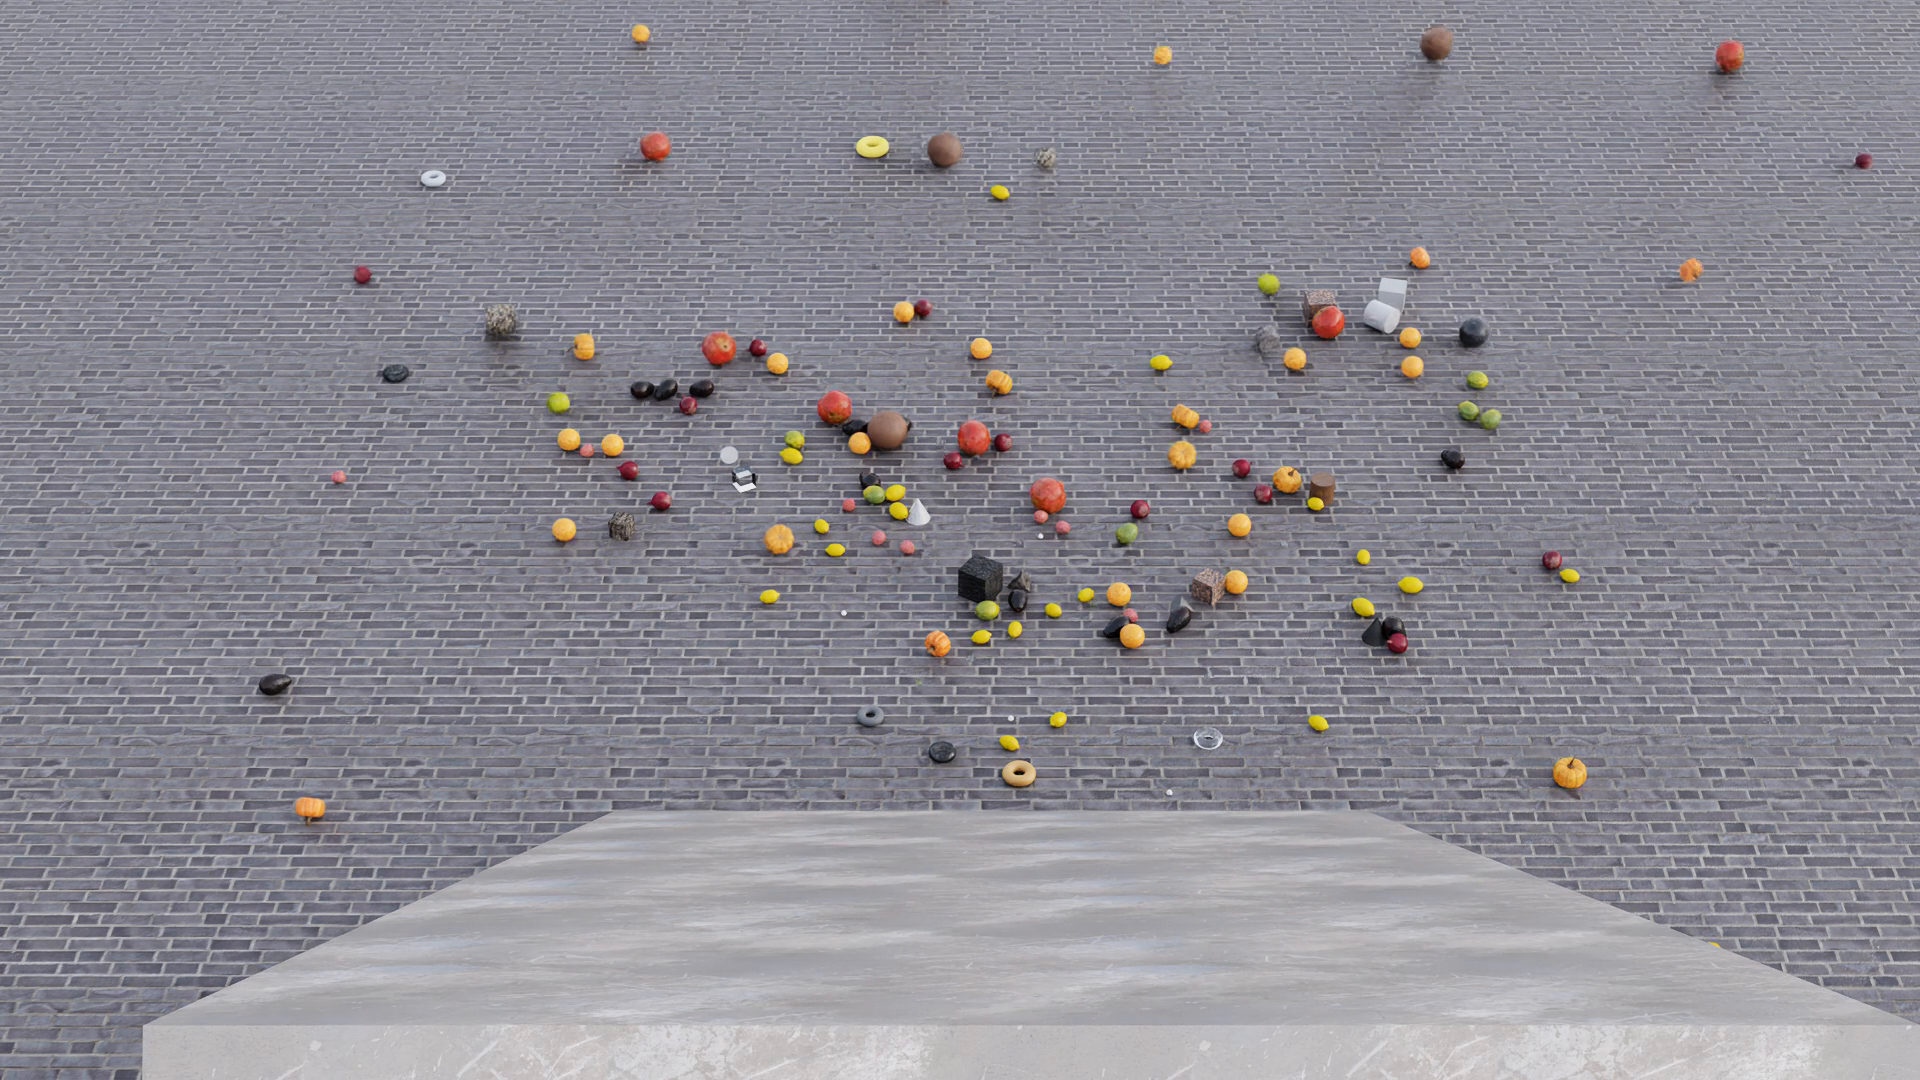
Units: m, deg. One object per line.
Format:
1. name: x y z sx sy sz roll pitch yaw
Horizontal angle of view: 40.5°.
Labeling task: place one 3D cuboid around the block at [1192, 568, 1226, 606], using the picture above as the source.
1. block: 0.742 0.138 7.768 0.071 0.071 0.071 25 43 29

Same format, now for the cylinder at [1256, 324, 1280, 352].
1. cylinder: 1.049 -0.685 8.867 0.070 0.070 0.070 -7 48 -9

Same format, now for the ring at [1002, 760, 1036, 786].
1. ring: 0.162 0.640 7.133 0.094 0.031 0.094 -1 36 1

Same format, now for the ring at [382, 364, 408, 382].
1. ring: -1.895 -0.560 8.734 0.089 0.030 0.089 1 37 -1

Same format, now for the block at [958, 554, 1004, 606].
1. block: 0.062 0.119 7.773 0.097 0.097 0.097 22 42 26

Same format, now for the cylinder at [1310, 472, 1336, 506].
1. cylinder: 1.136 -0.159 8.161 0.076 0.076 0.076 0 37 0

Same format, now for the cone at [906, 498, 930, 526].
1. cone: -0.131 -0.101 8.081 0.078 0.078 0.078 0 37 0

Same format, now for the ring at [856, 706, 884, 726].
1. ring: -0.252 0.496 7.329 0.078 0.026 0.078 -1 38 0

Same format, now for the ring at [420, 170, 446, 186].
1. ring: -1.984 -1.362 9.801 0.094 0.031 0.094 1 37 -1

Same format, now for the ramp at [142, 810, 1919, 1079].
1. ramp: 0.081 0.683 4.921 2.000 0.100 4.000 0 -3 0

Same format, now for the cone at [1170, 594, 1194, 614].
1. cone: 0.669 0.202 7.717 0.067 0.067 0.067 21 33 -18

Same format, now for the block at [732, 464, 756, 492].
1. block: -0.684 -0.195 8.225 0.056 0.056 0.056 -19 41 -23

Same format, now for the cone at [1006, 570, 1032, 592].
1. cone: 0.169 0.132 7.810 0.069 0.069 0.069 -19 32 20

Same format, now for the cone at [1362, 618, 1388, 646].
1. cone: 1.217 0.255 7.605 0.079 0.079 0.079 0 37 0

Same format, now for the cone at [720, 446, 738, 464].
1. cone: -0.741 -0.277 8.359 0.057 0.057 0.057 -3 10 -4

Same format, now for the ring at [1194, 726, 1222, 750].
1. ring: 0.692 0.552 7.253 0.080 0.027 0.080 0 38 0

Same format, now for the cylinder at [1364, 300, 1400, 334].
1. cylinder: 1.452 -0.770 8.962 0.090 0.090 0.090 29 46 33

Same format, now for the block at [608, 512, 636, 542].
1. block: -1.043 -0.042 8.018 0.060 0.060 0.060 12 38 15

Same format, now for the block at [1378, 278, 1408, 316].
1. block: 1.505 -0.848 9.067 0.090 0.090 0.090 9 38 12

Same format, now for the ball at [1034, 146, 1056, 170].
1. ball: 0.322 -1.450 9.874 0.084 0.084 0.084 0 37 0

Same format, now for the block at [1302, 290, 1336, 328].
1. block: 1.244 -0.800 8.999 0.094 0.094 0.094 -2 37 -3

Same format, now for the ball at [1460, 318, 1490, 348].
1. ball: 1.754 -0.707 8.871 0.099 0.099 0.099 0 37 0

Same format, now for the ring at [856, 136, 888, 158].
1. ring: -0.336 -1.509 9.988 0.127 0.042 0.127 0 38 0

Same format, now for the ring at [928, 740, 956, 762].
1. ring: -0.049 0.587 7.208 0.079 0.026 0.079 1 37 -1
